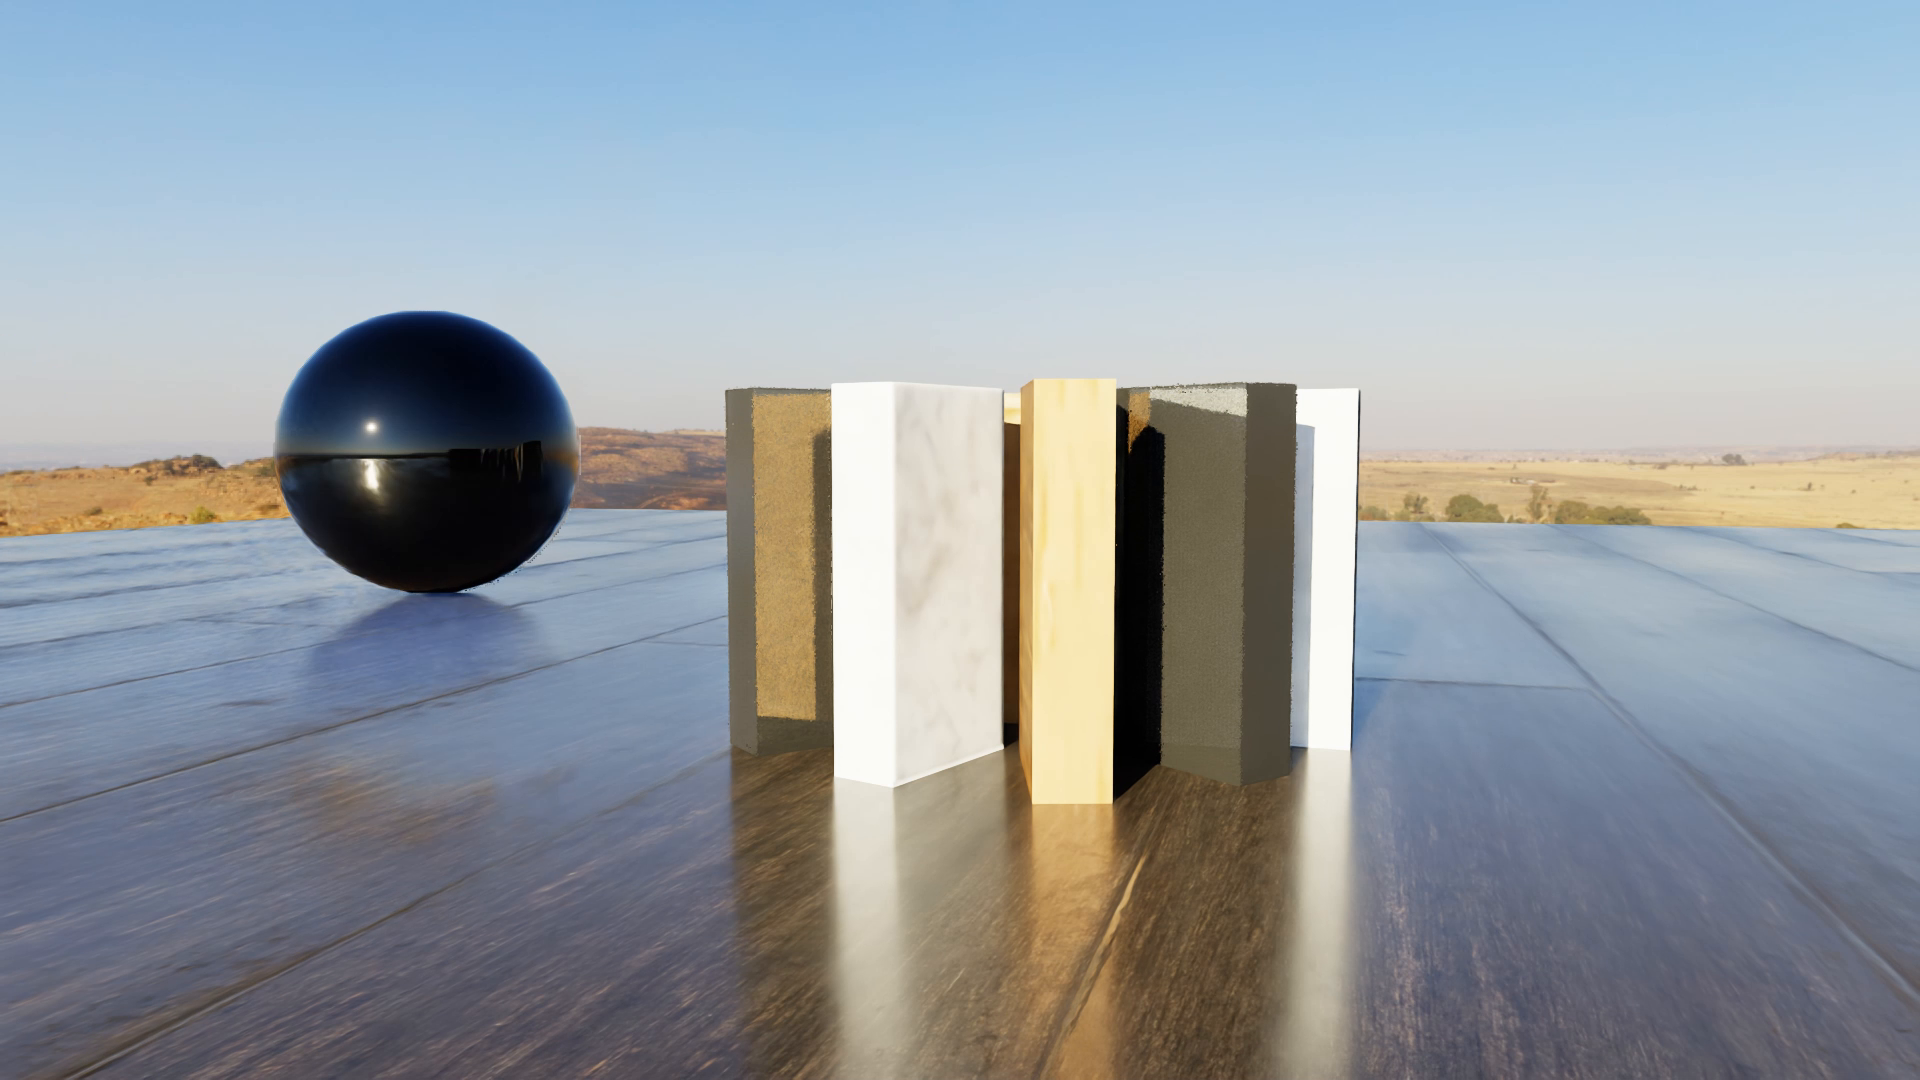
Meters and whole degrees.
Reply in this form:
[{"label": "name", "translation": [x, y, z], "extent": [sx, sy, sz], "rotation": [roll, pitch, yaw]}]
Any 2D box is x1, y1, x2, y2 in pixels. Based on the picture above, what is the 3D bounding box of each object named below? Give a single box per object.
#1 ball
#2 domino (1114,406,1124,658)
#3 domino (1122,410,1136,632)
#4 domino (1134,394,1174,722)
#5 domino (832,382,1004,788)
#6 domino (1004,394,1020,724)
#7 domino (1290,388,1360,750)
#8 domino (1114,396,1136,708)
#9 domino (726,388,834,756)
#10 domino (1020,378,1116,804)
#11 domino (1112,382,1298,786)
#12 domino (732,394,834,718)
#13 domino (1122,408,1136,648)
[{"label": "ball", "translation": [-0.149, -0.025, 0.363], "extent": [0.080, 0.080, 0.080], "rotation": [0, 4, 0]}, {"label": "domino", "translation": [0.020, -0.002, 0.260], "extent": [0.025, 0.050, 0.009], "rotation": [4, 6, 40]}, {"label": "domino", "translation": [0.044, -0.004, 0.291], "extent": [0.025, 0.050, 0.010], "rotation": [3, 5, 33]}, {"label": "domino", "translation": [0.041, 0.002, 0.204], "extent": [0.025, 0.050, 0.010], "rotation": [-2, 5, -24]}, {"label": "domino", "translation": [-0.005, 0.005, 0.170], "extent": [0.009, 0.050, 0.025], "rotation": [3, 5, 35]}, {"label": "domino", "translation": [0.003, 0.003, 0.199], "extent": [0.025, 0.050, 0.010], "rotation": [1, 4, 12]}, {"label": "domino", "translation": [0.044, 0.004, 0.185], "extent": [0.025, 0.050, 0.010], "rotation": [2, 5, 19]}, {"label": "domino", "translation": [0.028, 0.001, 0.219], "extent": [0.010, 0.050, 0.025], "rotation": [1, 4, 14]}, {"label": "domino", "translation": [-0.020, 0.004, 0.183], "extent": [0.025, 0.050, 0.010], "rotation": [-3, 5, -33]}, {"label": "domino", "translation": [0.013, 0.005, 0.163], "extent": [0.010, 0.050, 0.025], "rotation": [0, 4, -1]}, {"label": "domino", "translation": [0.031, 0.005, 0.170], "extent": [0.010, 0.050, 0.025], "rotation": [-3, 5, -37]}, {"label": "domino", "translation": [-0.023, 0.002, 0.204], "extent": [0.025, 0.050, 0.009], "rotation": [2, 5, 20]}, {"label": "domino", "translation": [0.032, -0.003, 0.275], "extent": [0.025, 0.050, 0.009], "rotation": [3, 5, 37]}]
